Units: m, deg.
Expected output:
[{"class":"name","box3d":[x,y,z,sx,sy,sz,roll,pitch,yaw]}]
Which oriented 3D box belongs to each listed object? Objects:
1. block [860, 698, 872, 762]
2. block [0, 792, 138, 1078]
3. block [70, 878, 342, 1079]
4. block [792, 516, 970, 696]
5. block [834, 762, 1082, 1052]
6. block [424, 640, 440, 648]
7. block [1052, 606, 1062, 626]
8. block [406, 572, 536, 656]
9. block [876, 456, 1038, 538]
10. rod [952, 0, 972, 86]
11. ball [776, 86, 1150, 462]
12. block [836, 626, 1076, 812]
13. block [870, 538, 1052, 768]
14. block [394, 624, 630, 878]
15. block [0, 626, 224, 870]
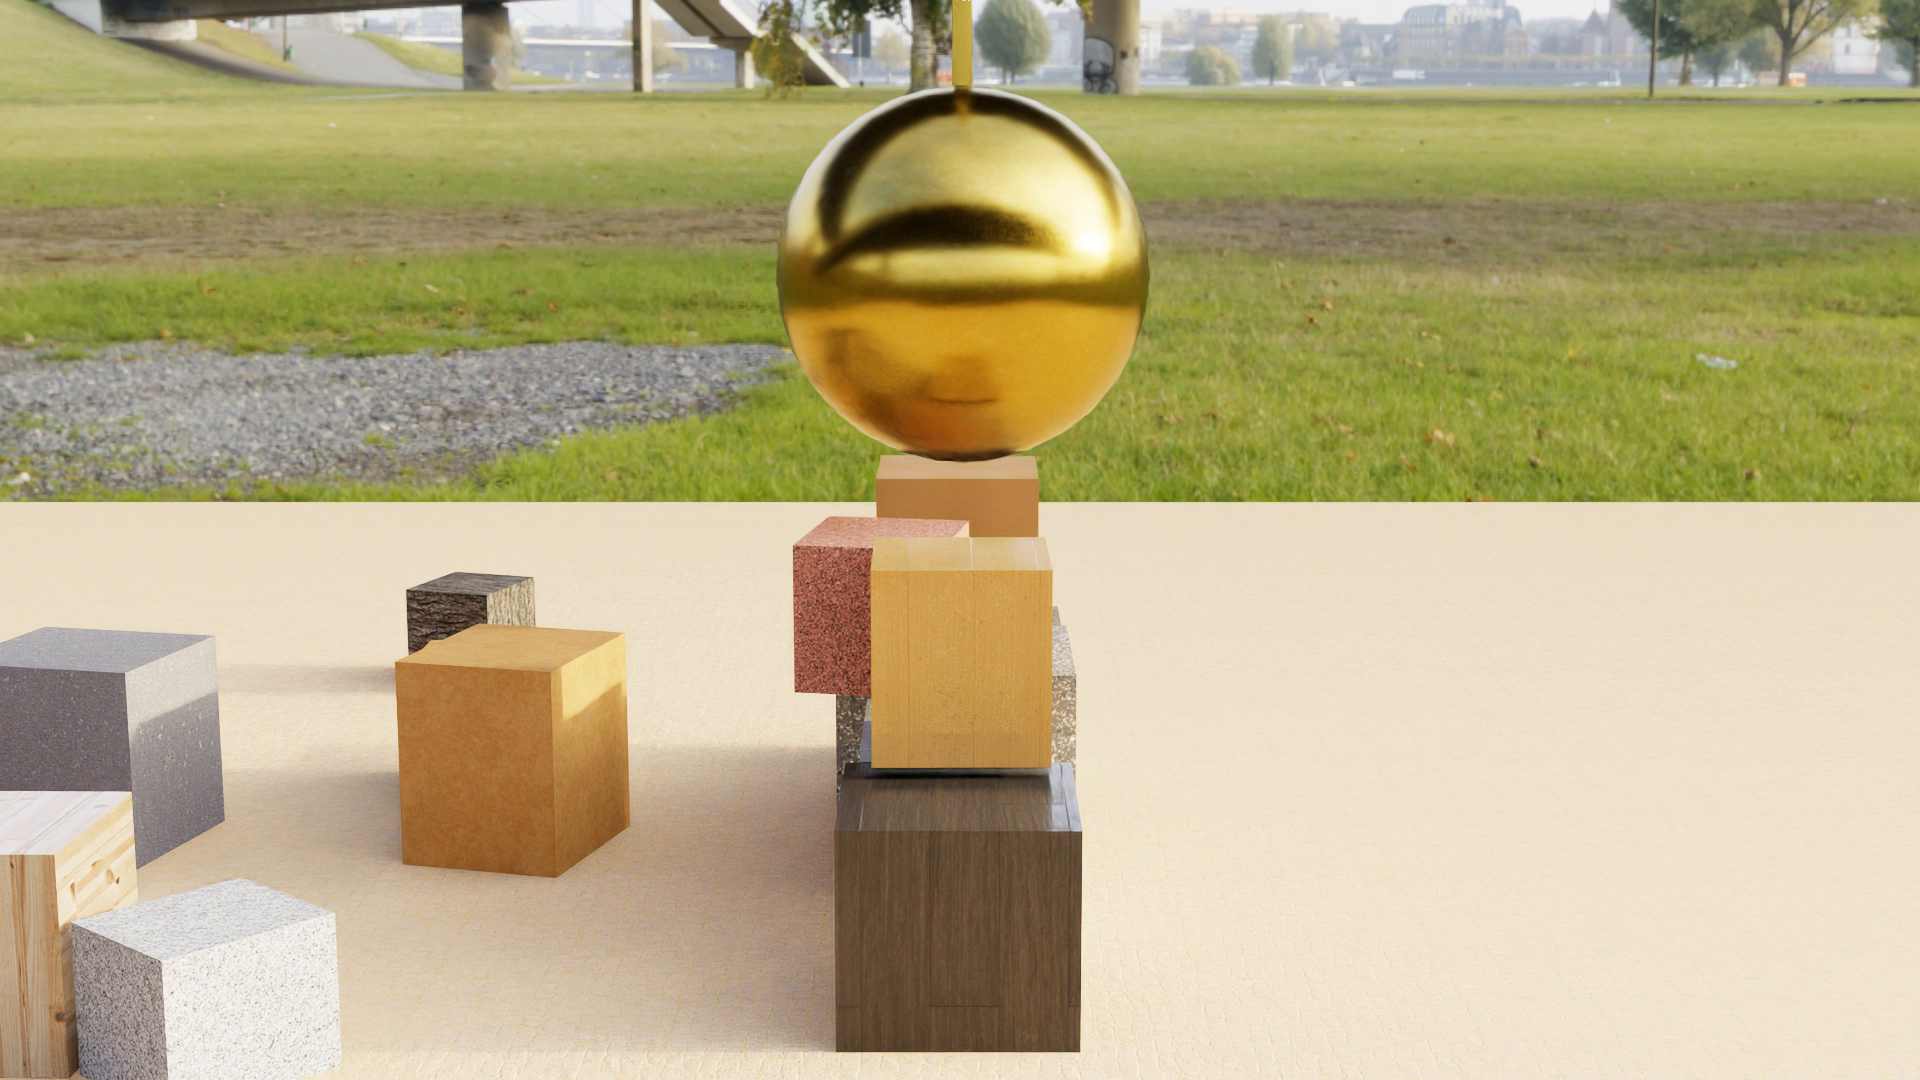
[{"class":"block","box3d":[-0.017,1.185,10.584,0.755,0.882,0.842,0,10,0]},{"class":"block","box3d":[-3.539,1.429,9.402,0.791,0.825,0.795,0,10,1]},{"class":"block","box3d":[-2.671,1.612,9.104,0.606,0.571,0.682,9,14,42]},{"class":"block","box3d":[-0.324,0.274,10.839,0.616,0.622,0.664,2,11,10]},{"class":"block","box3d":[-0.006,1.369,9.705,0.889,0.835,0.932,0,10,0]},{"class":"block","box3d":[-2.321,0.906,12.702,0.722,0.673,0.748,0,10,0]},{"class":"block","box3d":[-0.013,0.845,12.429,0.998,0.891,0.858,0,10,0]},{"class":"block","box3d":[-2.851,0.536,15.005,0.525,0.577,0.572,3,11,18]},{"class":"block","box3d":[-0.011,0.025,12.323,0.755,0.759,0.716,0,10,0]},{"class":"rod","box3d":[0.005,-4.478,10.366,0.080,5.200,0.080,0,10,0]},{"class":"ball","box3d":[0.012,-1.133,10.974,1.600,1.600,1.600,0,10,0]},{"class":"block","box3d":[-0.018,0.970,11.492,1.025,0.981,1.005,0,10,0]},{"class":"block","box3d":[0.003,0.431,10.116,0.689,0.770,0.705,0,10,-1]},{"class":"block","box3d":[-2.033,0.945,11.753,0.749,0.935,0.834,3,11,15]},{"class":"block","box3d":[-4.024,0.943,11.857,0.894,0.902,0.786,2,11,13]}]
